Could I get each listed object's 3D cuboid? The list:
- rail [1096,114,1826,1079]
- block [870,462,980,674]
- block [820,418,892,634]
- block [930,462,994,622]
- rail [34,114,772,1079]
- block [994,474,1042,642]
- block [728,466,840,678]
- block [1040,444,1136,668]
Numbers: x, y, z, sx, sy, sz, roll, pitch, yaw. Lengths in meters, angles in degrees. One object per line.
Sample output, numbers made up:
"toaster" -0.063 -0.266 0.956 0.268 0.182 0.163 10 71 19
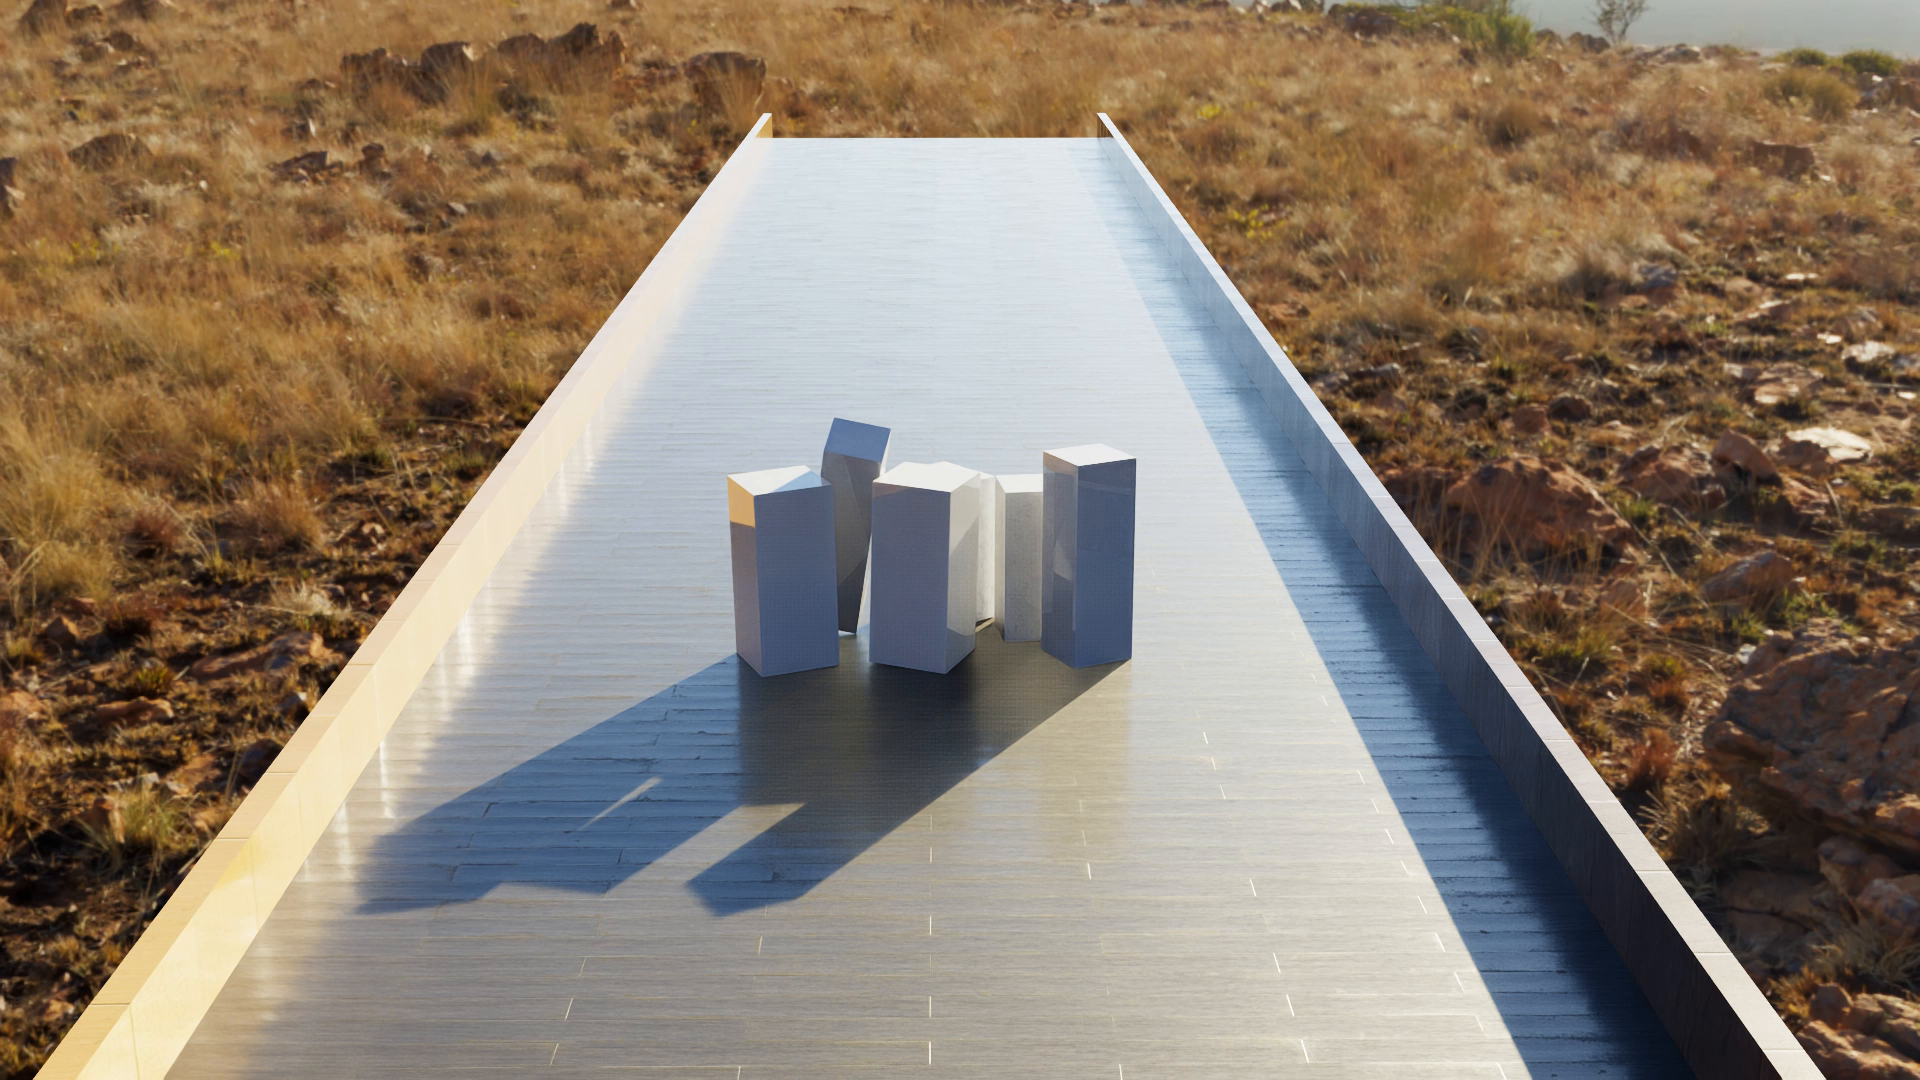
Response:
"rail" 0.932 -0.844 7.801 0.050 0.150 12.000 0 17 -1
"block" -0.070 0.054 4.382 0.164 0.374 0.164 8 18 20
"block" -0.233 -0.025 4.478 0.117 0.450 0.117 11 38 1
"block" -0.043 0.013 4.643 0.164 0.309 0.164 -14 21 -39
"rail" -1.118 -0.838 7.780 0.050 0.150 12.000 0 17 -1
"block" 0.150 0.036 4.548 0.137 0.319 0.137 -2 17 -7
"block" -0.350 0.060 4.366 0.162 0.372 0.162 -8 19 -22
"block" 0.255 0.031 4.393 0.134 0.416 0.134 -9 19 -27
